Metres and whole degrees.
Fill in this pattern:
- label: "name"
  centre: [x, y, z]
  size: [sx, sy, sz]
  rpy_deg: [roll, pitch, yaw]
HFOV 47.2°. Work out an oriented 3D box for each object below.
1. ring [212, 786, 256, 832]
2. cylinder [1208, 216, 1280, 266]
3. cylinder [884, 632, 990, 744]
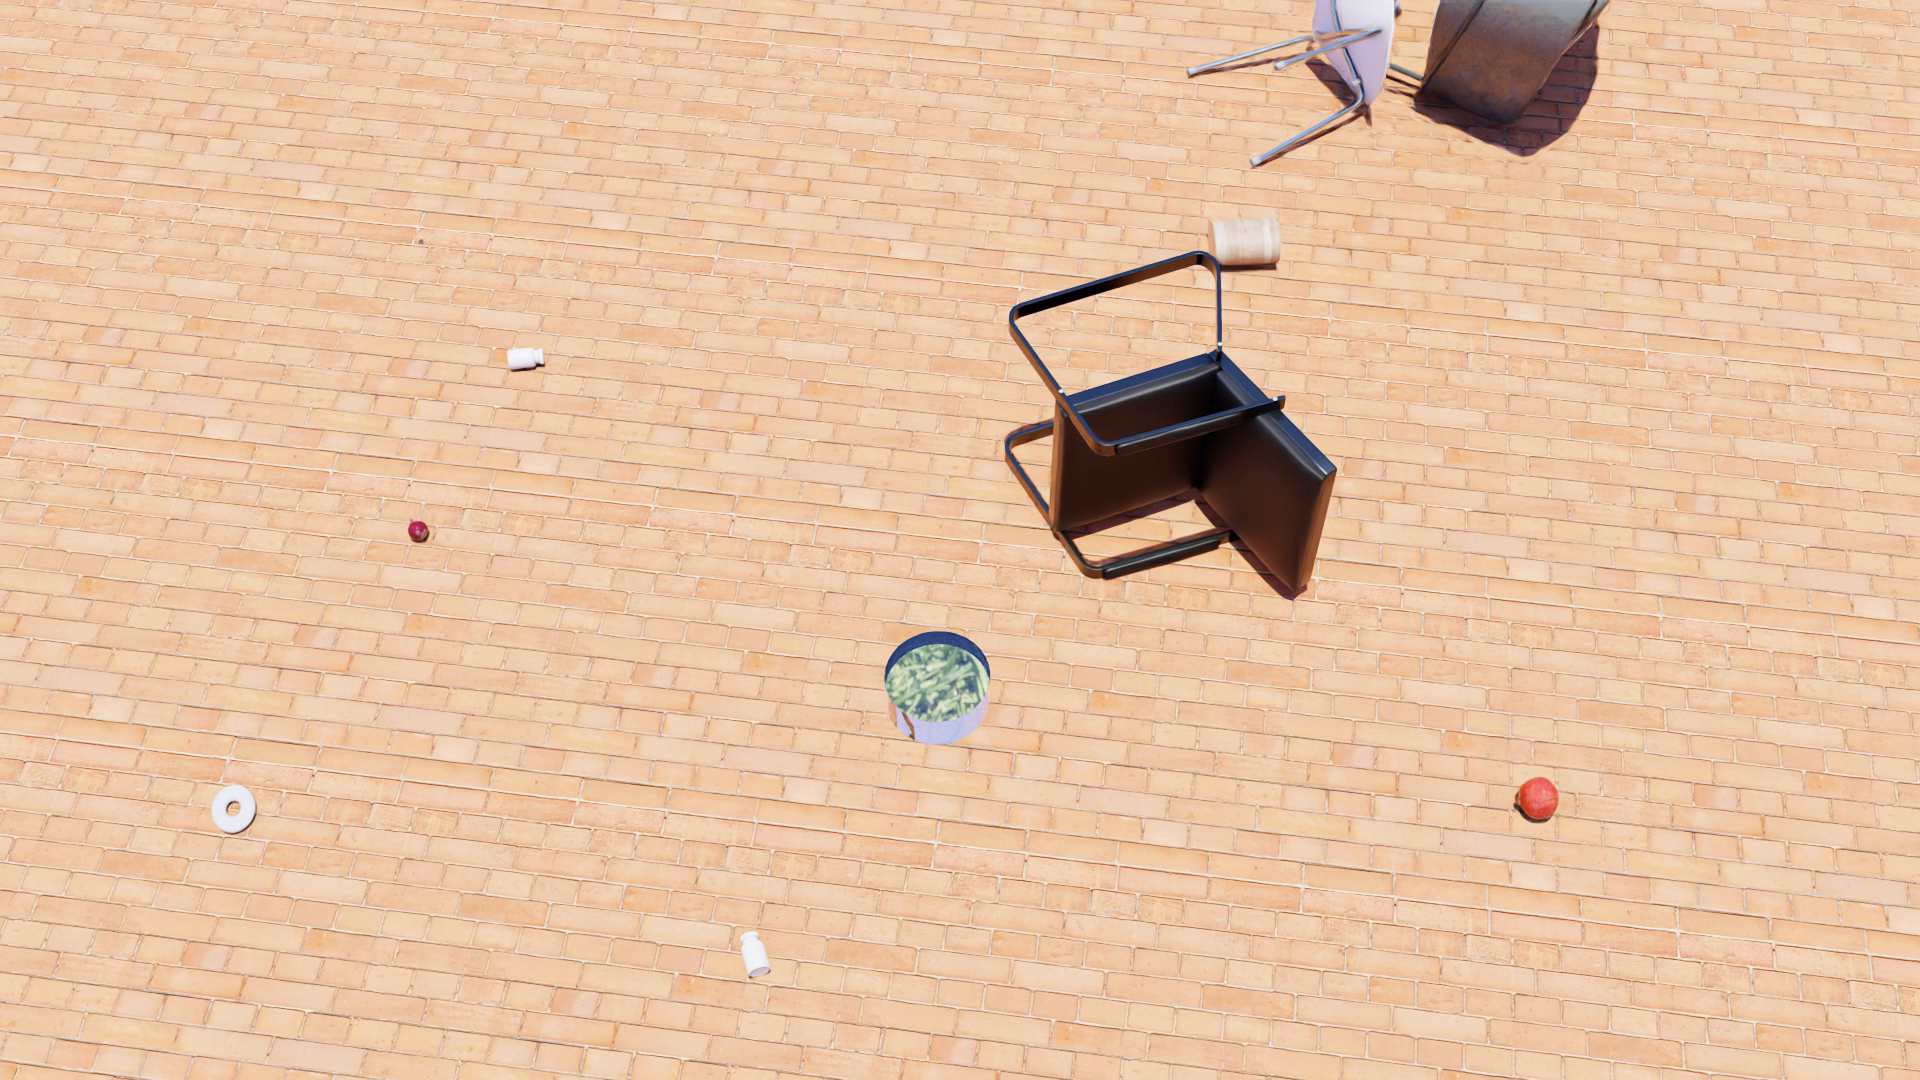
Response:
- label: "ring"
  centre: [-2.002, 0.741, 6.060]
  size: [0.120, 0.028, 0.149]
  rpy_deg: [-15, 57, -9]
- label: "cylinder"
  centre: [0.923, -0.973, 7.149]
  size: [0.211, 0.129, 0.168]
  rpy_deg: [-3, 53, -2]
- label: "cylinder"
  centre: [-0.064, 0.417, 6.217]
  size: [0.300, 0.129, 0.295]
  rpy_deg: [-31, 62, -19]
